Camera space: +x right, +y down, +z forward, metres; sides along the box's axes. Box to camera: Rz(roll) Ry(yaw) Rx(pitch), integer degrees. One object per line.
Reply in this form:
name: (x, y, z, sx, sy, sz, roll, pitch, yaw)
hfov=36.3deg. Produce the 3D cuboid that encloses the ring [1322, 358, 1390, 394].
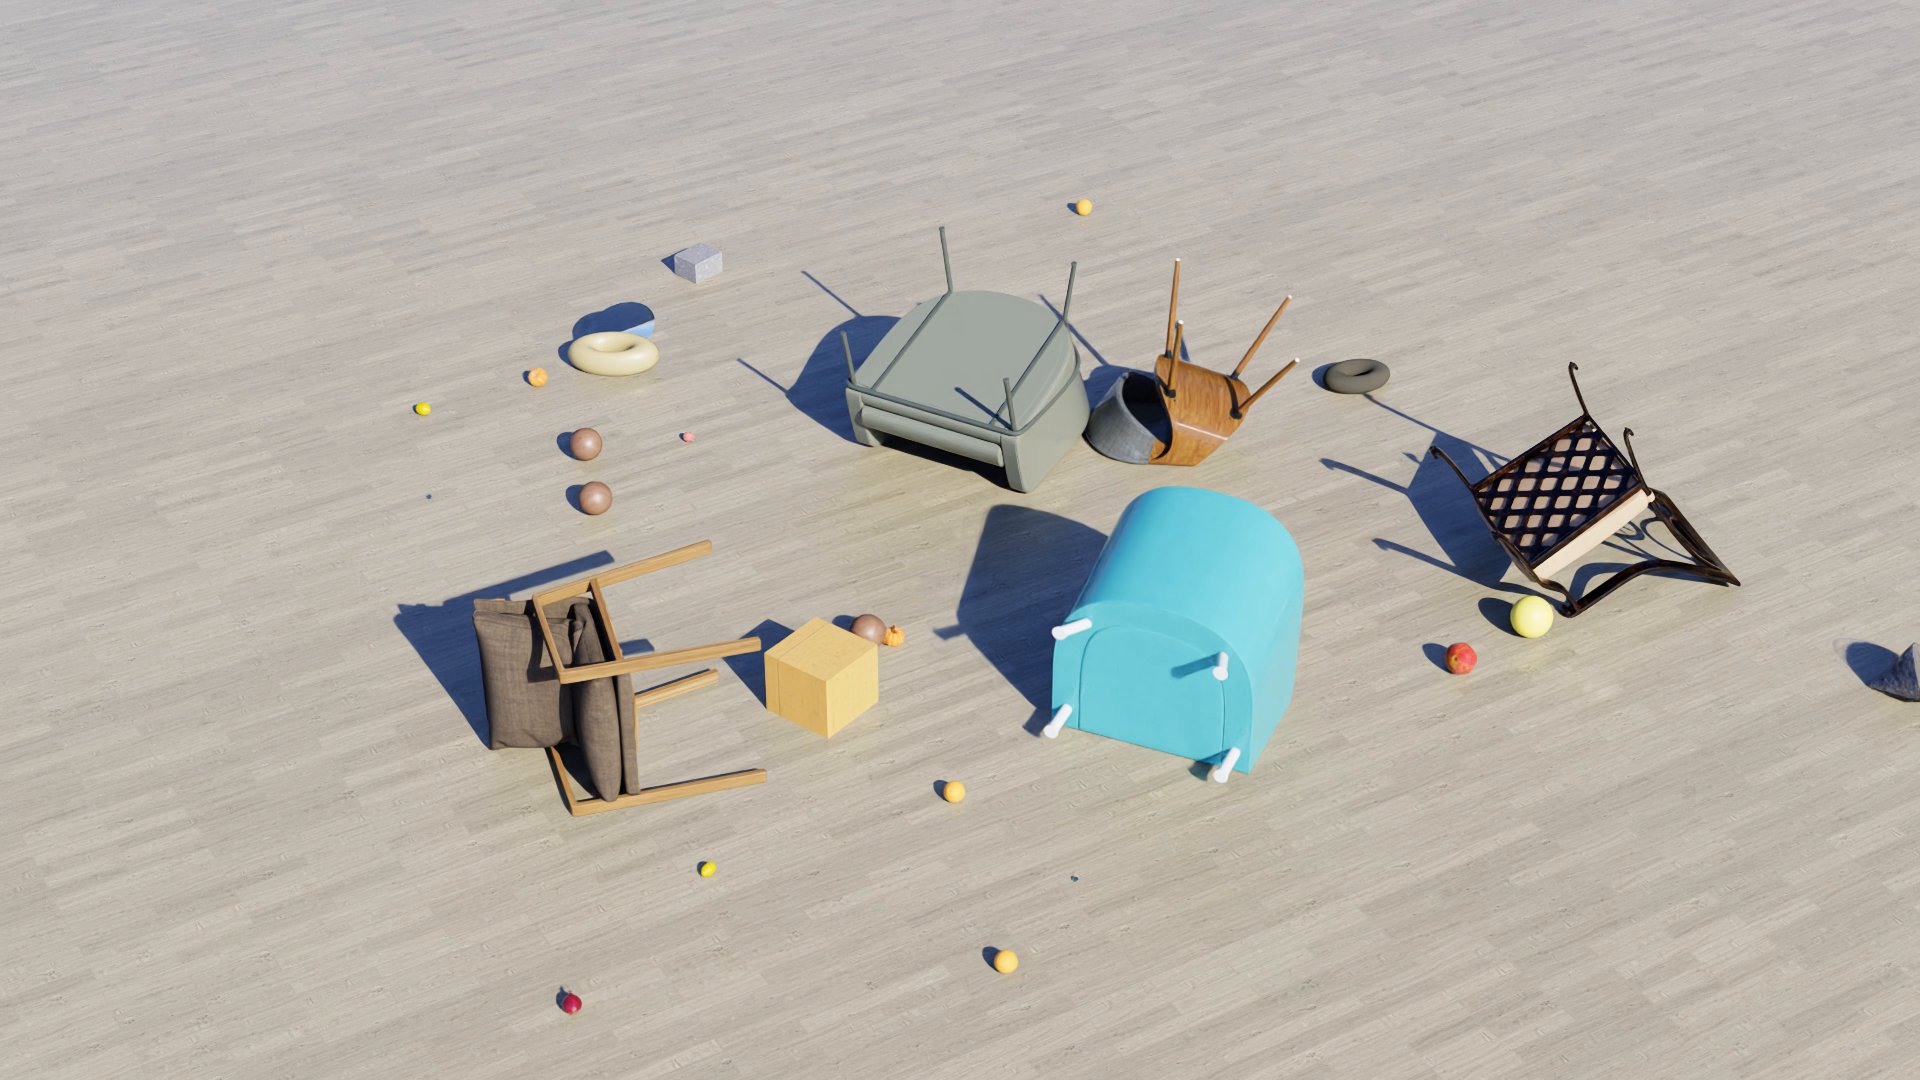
ring: (1.608, -0.664, 11.885, 0.285, 0.075, 0.203, -11, 34, -15)

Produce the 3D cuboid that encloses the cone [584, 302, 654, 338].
cone: (-1.412, -0.864, 12.171, 0.309, 0.206, 0.160, -28, 1, -6)

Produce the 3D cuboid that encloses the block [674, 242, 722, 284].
block: (-1.131, -1.197, 12.675, 0.131, 0.094, 0.158, 26, 41, 34)

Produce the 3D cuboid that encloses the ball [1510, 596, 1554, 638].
ball: (2.027, 0.272, 10.395, 0.150, 0.150, 0.150, 0, 33, 0)

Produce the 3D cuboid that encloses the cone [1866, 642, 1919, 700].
cone: (3.227, 0.481, 10.134, 0.195, 0.196, 0.294, -17, 17, 26)

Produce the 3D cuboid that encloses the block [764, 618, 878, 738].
block: (-0.472, 0.469, 10.017, 0.273, 0.238, 0.271, 23, 40, 31)

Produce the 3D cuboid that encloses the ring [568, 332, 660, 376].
ring: (-1.417, -0.761, 11.991, 0.380, 0.114, 0.207, 2, 41, 6)
